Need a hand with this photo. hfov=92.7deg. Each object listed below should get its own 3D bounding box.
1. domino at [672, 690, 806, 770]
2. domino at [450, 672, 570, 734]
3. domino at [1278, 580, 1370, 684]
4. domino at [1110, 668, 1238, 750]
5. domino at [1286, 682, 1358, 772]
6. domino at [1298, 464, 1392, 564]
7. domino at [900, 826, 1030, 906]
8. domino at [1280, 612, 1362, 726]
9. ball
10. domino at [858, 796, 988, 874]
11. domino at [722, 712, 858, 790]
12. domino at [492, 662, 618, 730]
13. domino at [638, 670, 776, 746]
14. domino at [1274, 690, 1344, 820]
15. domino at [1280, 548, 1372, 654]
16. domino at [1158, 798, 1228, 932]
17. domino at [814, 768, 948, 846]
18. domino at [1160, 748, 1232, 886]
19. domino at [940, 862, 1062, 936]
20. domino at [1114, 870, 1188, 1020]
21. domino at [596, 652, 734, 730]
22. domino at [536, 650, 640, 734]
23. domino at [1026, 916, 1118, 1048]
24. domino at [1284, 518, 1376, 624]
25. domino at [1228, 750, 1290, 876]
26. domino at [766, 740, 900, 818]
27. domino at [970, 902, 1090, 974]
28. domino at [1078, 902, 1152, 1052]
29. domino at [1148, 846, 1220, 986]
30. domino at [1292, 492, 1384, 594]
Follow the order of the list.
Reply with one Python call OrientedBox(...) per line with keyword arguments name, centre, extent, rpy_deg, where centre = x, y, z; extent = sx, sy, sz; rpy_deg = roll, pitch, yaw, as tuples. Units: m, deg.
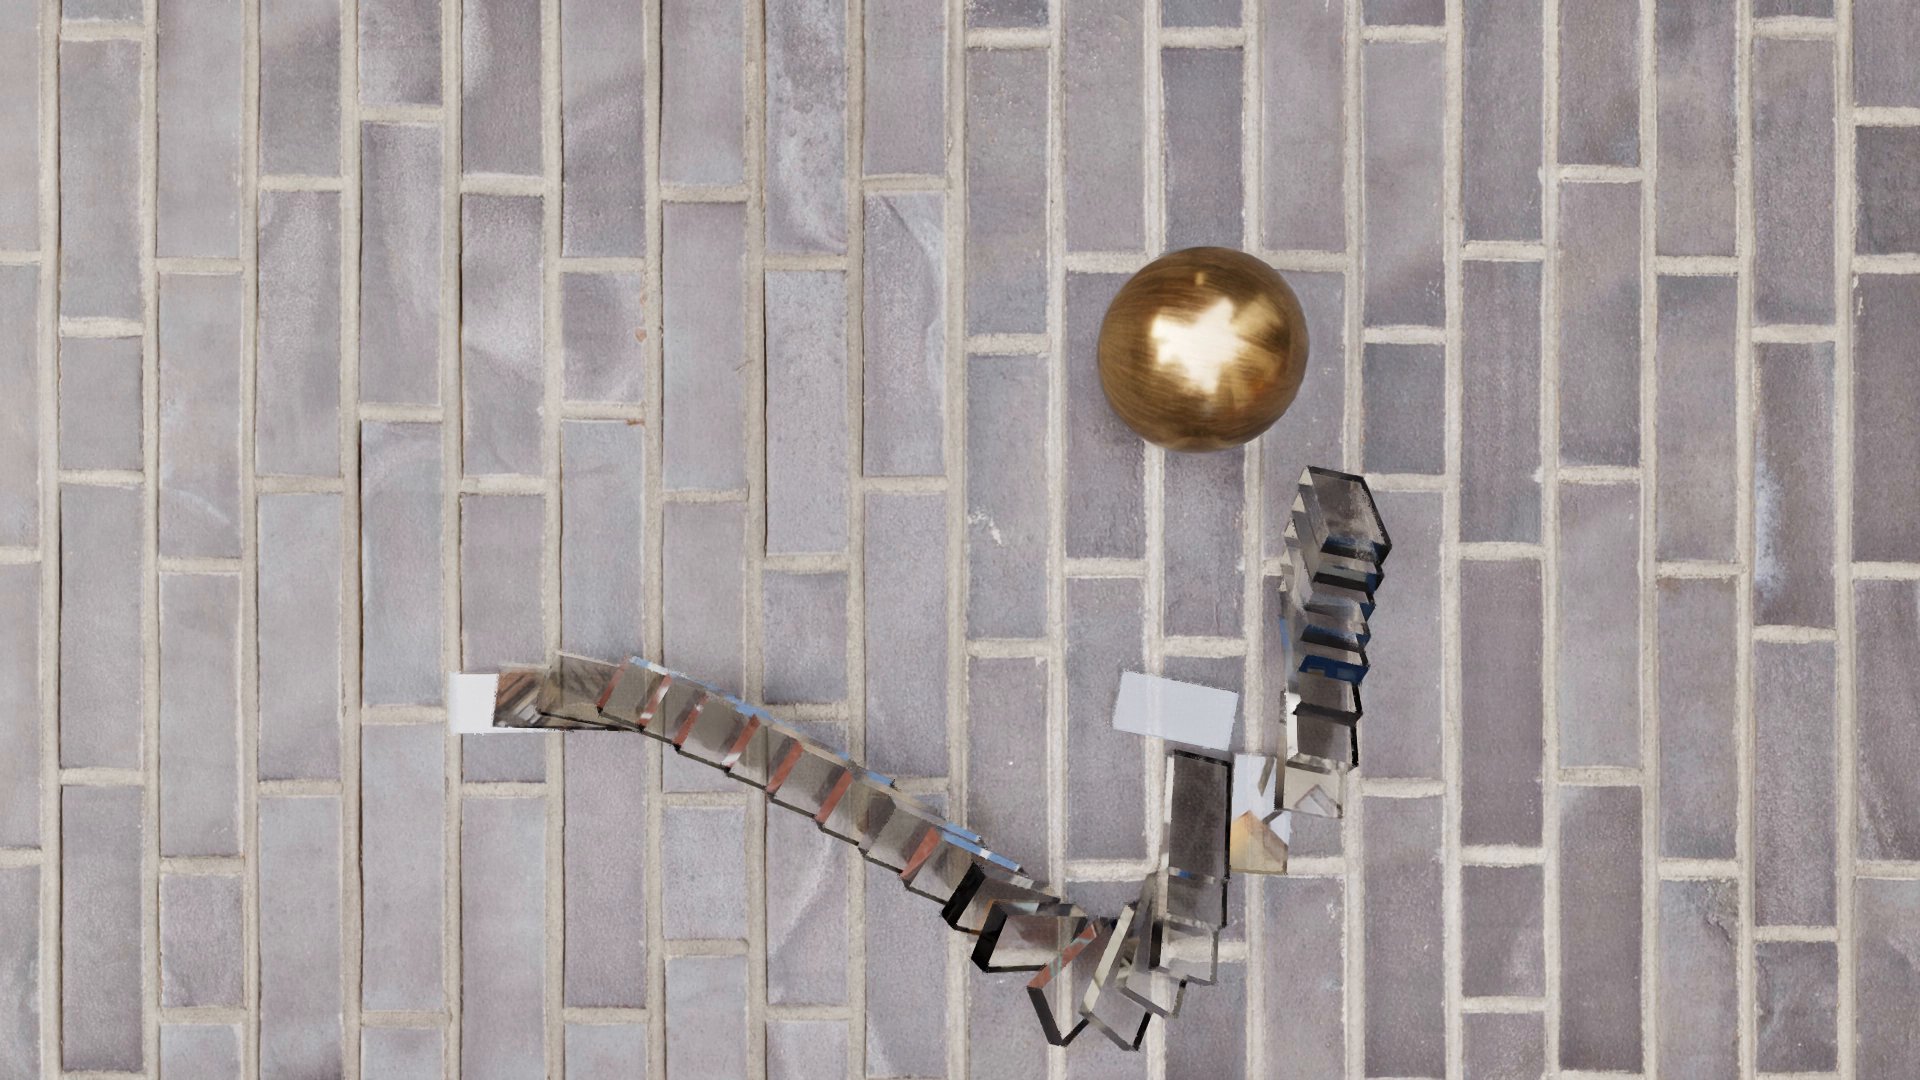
OrientedBox(name="domino", centre=(-0.090, 0.084, 0.382), extent=(0.050, 0.010, 0.025), rpy_deg=(32, 89, -32))
OrientedBox(name="domino", centre=(-0.192, 0.070, 0.395), extent=(0.050, 0.009, 0.025), rpy_deg=(-1, 90, 0))
OrientedBox(name="domino", centre=(0.149, 0.036, 0.377), extent=(0.025, 0.050, 0.010), rpy_deg=(12, 127, 0))
OrientedBox(name="domino", centre=(0.092, 0.073, 0.395), extent=(0.050, 0.010, 0.025), rpy_deg=(11, 90, 0))
OrientedBox(name="domino", centre=(0.151, 0.069, 0.383), extent=(0.025, 0.010, 0.050), rpy_deg=(12, 57, 0))
OrientedBox(name="domino", centre=(0.158, -0.011, 0.377), extent=(0.025, 0.050, 0.009), rpy_deg=(12, 127, 0))
OrientedBox(name="domino", centre=(0.002, 0.142, 0.385), extent=(0.050, 0.009, 0.025), rpy_deg=(33, 90, -26))
OrientedBox(name="domino", centre=(0.149, 0.051, 0.379), extent=(0.025, 0.009, 0.050), rpy_deg=(12, 46, 0))
OrientedBox(name="ball", centre=(0.095, -0.074, 0.360), extent=(0.080, 0.080, 0.080), rpy_deg=(0, 90, 0))
OrientedBox(name="domino", centre=(-0.015, 0.129, 0.385), extent=(0.050, 0.009, 0.025), rpy_deg=(33, 90, -27))
OrientedBox(name="domino", centre=(-0.071, 0.094, 0.383), extent=(0.050, 0.010, 0.025), rpy_deg=(33, 90, -30))
OrientedBox(name="domino", centre=(-0.167, 0.066, 0.385), extent=(0.050, 0.010, 0.025), rpy_deg=(8, 90, -26))
OrientedBox(name="domino", centre=(-0.105, 0.076, 0.383), extent=(0.050, 0.010, 0.025), rpy_deg=(31, 89, -32))
OrientedBox(name="domino", centre=(0.148, 0.090, 0.387), extent=(0.025, 0.009, 0.050), rpy_deg=(11, 71, -1))
OrientedBox(name="domino", centre=(0.149, 0.024, 0.377), extent=(0.025, 0.050, 0.010), rpy_deg=(12, 127, 0))
OrientedBox(name="domino", centre=(0.098, 0.133, 0.381), extent=(0.025, 0.009, 0.050), rpy_deg=(14, 55, -2))
OrientedBox(name="domino", centre=(-0.033, 0.118, 0.385), extent=(0.050, 0.009, 0.025), rpy_deg=(33, 90, -26))
OrientedBox(name="domino", centre=(0.099, 0.115, 0.382), extent=(0.025, 0.010, 0.050), rpy_deg=(13, 55, 0))
OrientedBox(name="domino", centre=(0.018, 0.152, 0.381), extent=(0.050, 0.009, 0.025), rpy_deg=(33, 90, -38))
OrientedBox(name="domino", centre=(0.084, 0.167, 0.381), extent=(0.025, 0.009, 0.050), rpy_deg=(31, 53, -3))
OrientedBox(name="domino", centre=(-0.122, 0.069, 0.383), extent=(0.050, 0.010, 0.025), rpy_deg=(30, 90, -30))
OrientedBox(name="domino", centre=(-0.147, 0.065, 0.384), extent=(0.050, 0.010, 0.025), rpy_deg=(18, 85, -27))
OrientedBox(name="domino", centre=(0.051, 0.182, 0.380), extent=(0.050, 0.010, 0.025), rpy_deg=(-22, 90, -41))
OrientedBox(name="domino", centre=(0.151, 0.012, 0.377), extent=(0.025, 0.050, 0.009), rpy_deg=(12, 127, 0))
OrientedBox(name="domino", centre=(0.128, 0.117, 0.395), extent=(0.025, 0.009, 0.050), rpy_deg=(4, 90, 0))
OrientedBox(name="domino", centre=(-0.053, 0.105, 0.384), extent=(0.050, 0.009, 0.025), rpy_deg=(33, 90, -29))
OrientedBox(name="domino", centre=(0.030, 0.165, 0.380), extent=(0.050, 0.010, 0.025), rpy_deg=(20, 93, -39))
OrientedBox(name="domino", centre=(0.071, 0.180, 0.380), extent=(0.025, 0.010, 0.050), rpy_deg=(42, 52, -4))
OrientedBox(name="domino", centre=(0.094, 0.154, 0.380), extent=(0.025, 0.010, 0.050), rpy_deg=(20, 55, -8))
OrientedBox(name="domino", centre=(0.155, 0.000, 0.377), extent=(0.025, 0.050, 0.010), rpy_deg=(12, 127, 0))
